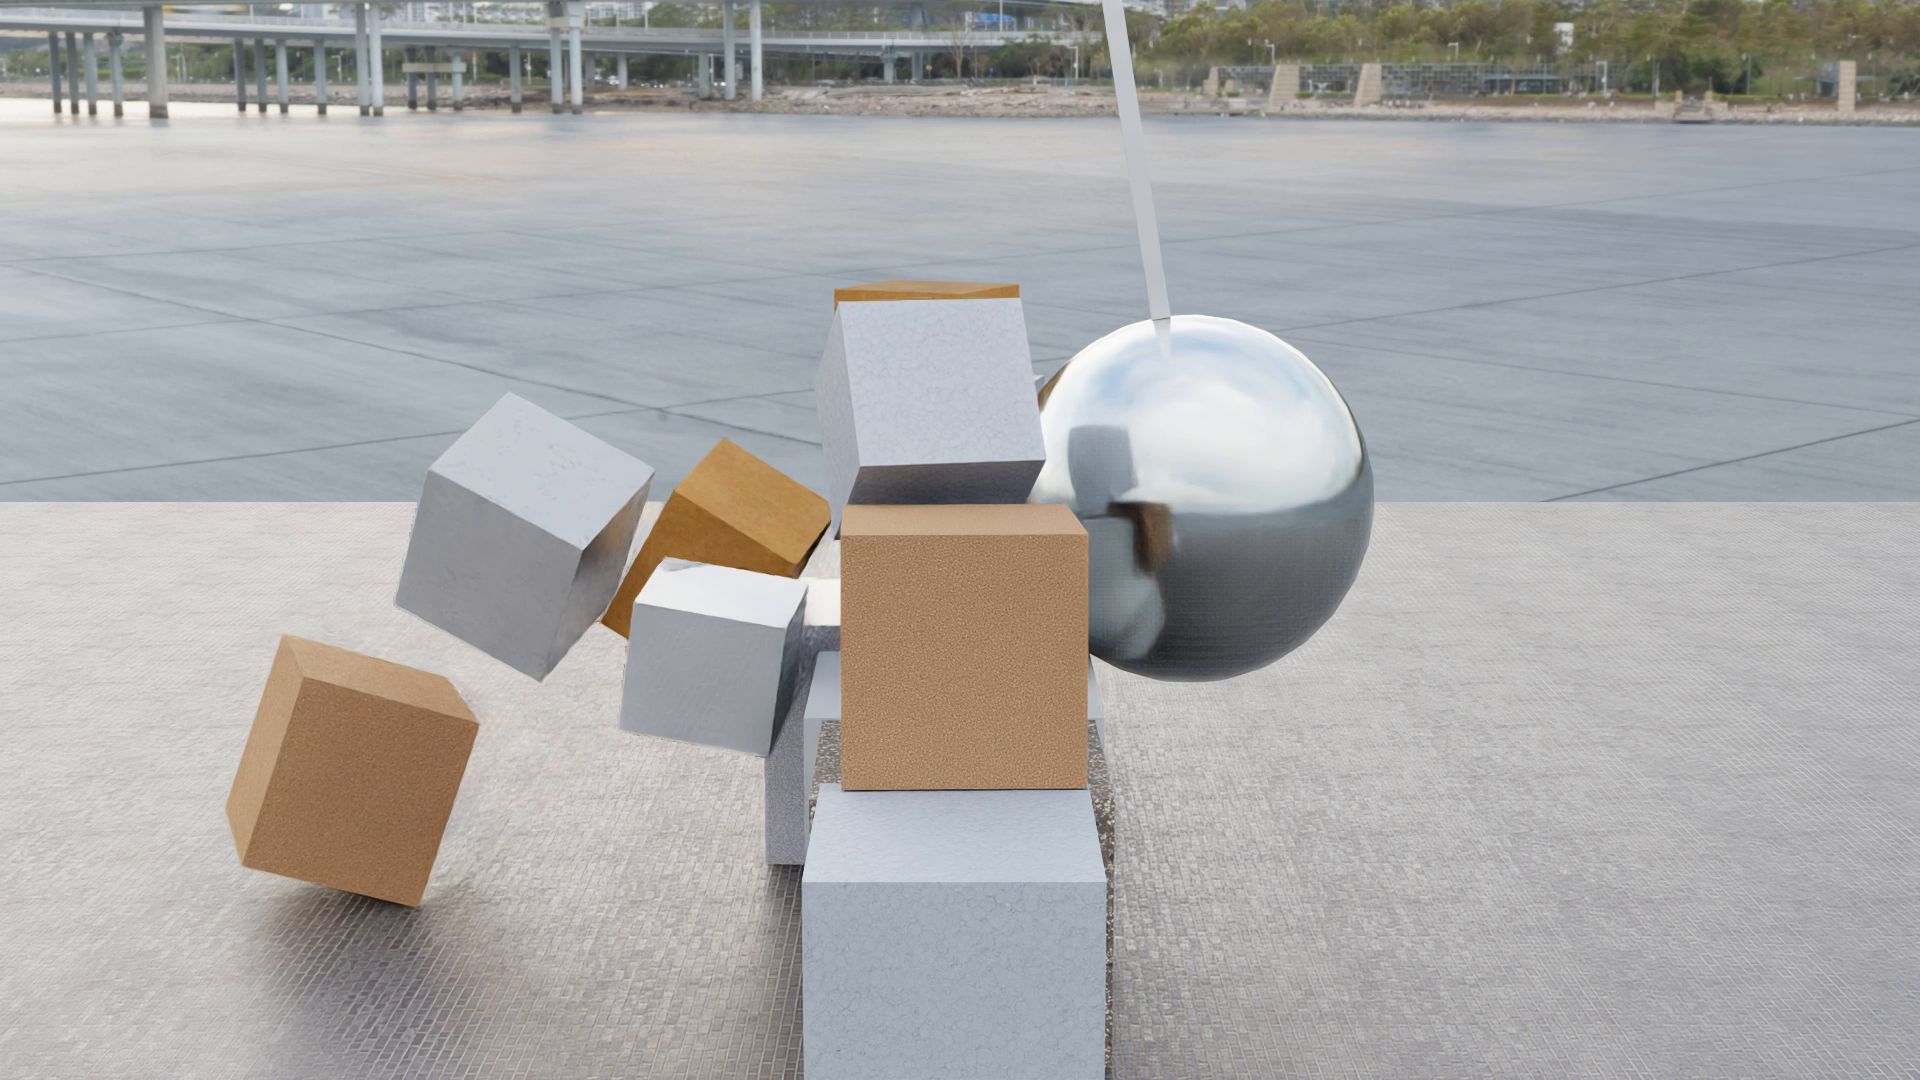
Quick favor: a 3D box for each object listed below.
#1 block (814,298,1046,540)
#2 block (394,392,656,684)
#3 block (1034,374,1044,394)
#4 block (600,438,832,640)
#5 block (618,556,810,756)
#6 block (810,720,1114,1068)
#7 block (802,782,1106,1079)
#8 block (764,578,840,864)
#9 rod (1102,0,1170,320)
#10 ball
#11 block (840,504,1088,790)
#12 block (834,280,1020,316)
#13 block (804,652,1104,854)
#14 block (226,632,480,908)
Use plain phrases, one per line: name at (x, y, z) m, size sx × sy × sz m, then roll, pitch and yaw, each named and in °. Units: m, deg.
block at (-0.132, -0.475, 10.173) m, size 0.728 × 0.709 × 0.675 m, roll -2°, pitch -24°, yaw -13°
block at (-2.030, -0.016, 11.980) m, size 0.795 × 0.858 × 0.734 m, roll 28°, pitch 38°, yaw 5°
block at (0.032, -0.415, 13.256) m, size 0.690 × 0.817 × 0.700 m, roll 2°, pitch 11°, yaw 12°
block at (-1.111, 0.115, 11.955) m, size 0.643 × 0.779 × 0.749 m, roll 32°, pitch 24°, yaw 0°
block at (-1.043, 0.488, 10.950) m, size 0.643 × 0.573 × 0.640 m, roll 10°, pitch 17°, yaw 2°
block at (0.001, 1.299, 9.636) m, size 1.073 × 0.996 × 1.117 m, roll 0°, pitch 10°, yaw -1°
block at (-0.019, 1.470, 8.527) m, size 0.937 × 1.056 × 1.118 m, roll 0°, pitch 10°, yaw 0°
block at (-0.303, 0.830, 11.913) m, size 1.047 × 1.105 × 1.047 m, roll 1°, pitch 10°, yaw 5°
rod at (0.430, -3.477, 10.548) m, size 0.080 × 5.200 × 0.080 m, roll -9°, pitch 10°, yaw 2°
ball at (0.993, -0.178, 11.148) m, size 1.600 × 1.600 × 1.600 m, roll 0°, pitch 10°, yaw 0°
block at (-0.001, 0.363, 9.336) m, size 0.852 × 0.886 × 1.025 m, roll 0°, pitch 7°, yaw -2°
block at (-0.150, -0.852, 12.175) m, size 0.658 × 0.698 × 0.640 m, roll 5°, pitch 11°, yaw 25°
block at (-0.024, 1.088, 10.774) m, size 1.186 × 1.004 × 1.188 m, roll 0°, pitch 10°, yaw 0°
block at (-2.662, 0.990, 11.188) m, size 0.765 × 0.836 × 0.900 m, roll 18°, pitch 3°, yaw -22°
